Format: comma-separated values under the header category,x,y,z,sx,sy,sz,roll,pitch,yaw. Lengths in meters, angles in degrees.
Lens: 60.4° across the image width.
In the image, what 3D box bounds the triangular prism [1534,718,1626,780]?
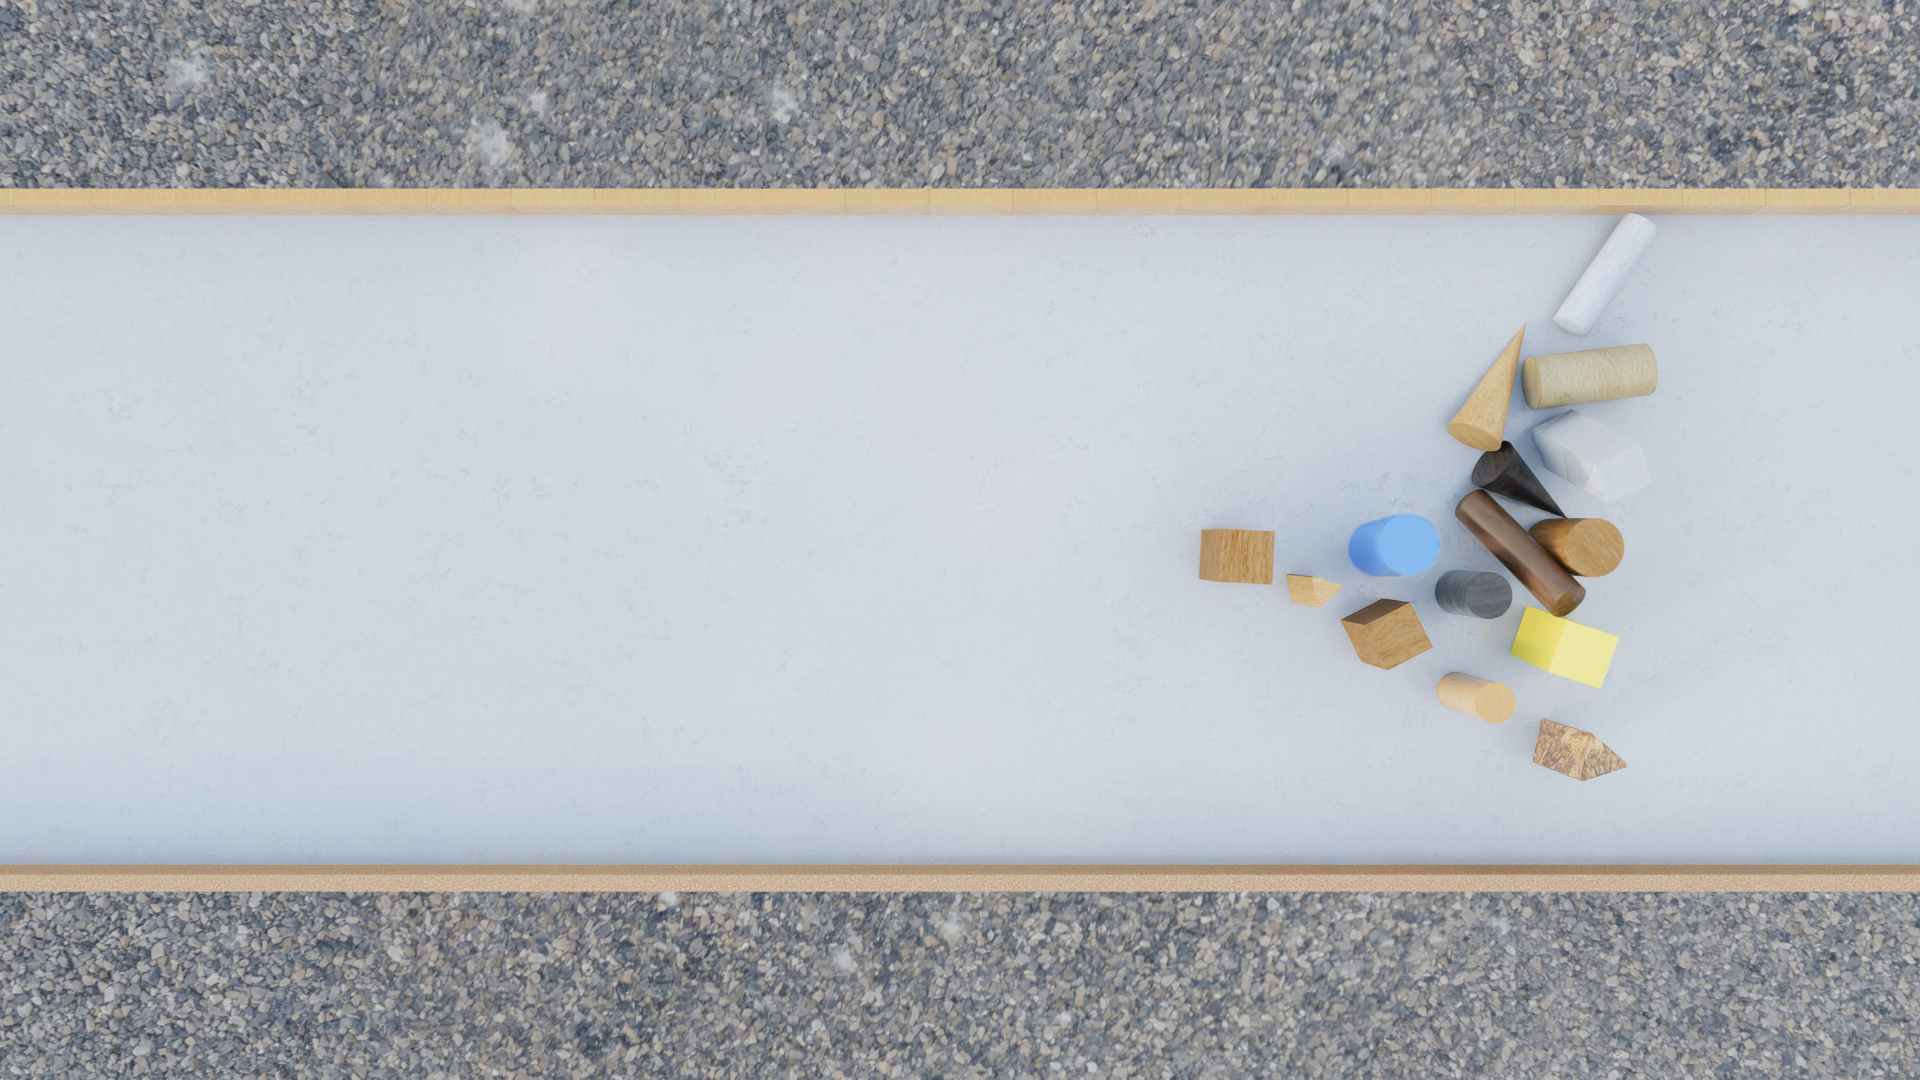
category,x,y,z,sx,sy,sz,roll,pitch,yaw
triangular prism,1.812,0.606,4.881,0.139,0.390,0.120,-18,90,0

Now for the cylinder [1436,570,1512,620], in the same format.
category,x,y,z,sx,sy,sz,roll,pitch,yaw
cylinder,1.530,0.161,4.924,0.137,0.306,0.137,0,90,0

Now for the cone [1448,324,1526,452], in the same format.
category,x,y,z,sx,sy,sz,roll,pitch,yaw
cone,1.650,-0.493,5.036,0.167,0.167,0.417,27,79,0

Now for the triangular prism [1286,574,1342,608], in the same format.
category,x,y,z,sx,sy,sz,roll,pitch,yaw
triangular prism,1.032,0.134,4.890,0.091,0.373,0.079,-42,90,0

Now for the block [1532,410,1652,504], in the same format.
category,x,y,z,sx,sy,sz,roll,pitch,yaw
block,1.863,-0.250,4.877,0.139,0.374,0.139,-27,112,0

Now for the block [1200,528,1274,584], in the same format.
category,x,y,z,sx,sy,sz,roll,pitch,yaw
block,0.816,0.047,4.883,0.153,0.387,0.153,3,90,0

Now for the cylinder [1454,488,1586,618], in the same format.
category,x,y,z,sx,sy,sz,roll,pitch,yaw
cylinder,1.654,0.035,4.885,0.117,0.117,0.454,-34,50,0

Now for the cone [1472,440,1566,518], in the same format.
category,x,y,z,sx,sy,sz,roll,pitch,yaw
cone,1.741,-0.148,5.036,0.321,0.165,0.165,33,90,-15

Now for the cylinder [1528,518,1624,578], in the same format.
category,x,y,z,sx,sy,sz,roll,pitch,yaw
cylinder,1.820,0.020,4.903,0.171,0.347,0.171,0,90,0

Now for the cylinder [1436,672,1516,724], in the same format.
category,x,y,z,sx,sy,sz,roll,pitch,yaw
cylinder,1.526,0.465,4.888,0.118,0.376,0.118,0,90,0

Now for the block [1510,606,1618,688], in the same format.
category,x,y,z,sx,sy,sz,roll,pitch,yaw
block,1.787,0.313,4.892,0.156,0.357,0.156,18,95,0

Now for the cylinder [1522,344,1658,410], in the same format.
category,x,y,z,sx,sy,sz,roll,pitch,yaw
cylinder,1.904,-0.495,4.996,0.353,0.161,0.161,-7,90,0

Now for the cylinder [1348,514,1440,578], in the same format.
category,x,y,z,sx,sy,sz,roll,pitch,yaw
cylinder,1.276,0.021,4.868,0.172,0.409,0.172,0,88,2

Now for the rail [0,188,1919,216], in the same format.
category,x,y,z,sx,sy,sz,roll,pitch,yaw
rail,-2.247,-1.025,5.002,12.000,0.150,0.050,0,90,0

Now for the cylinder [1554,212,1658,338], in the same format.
category,x,y,z,sx,sy,sz,roll,pitch,yaw
cylinder,1.966,-0.806,5.020,0.114,0.114,0.380,35,90,0

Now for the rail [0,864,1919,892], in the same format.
category,x,y,z,sx,sy,sz,roll,pitch,yaw
rail,-2.247,1.025,5.001,12.000,0.150,0.050,0,90,0

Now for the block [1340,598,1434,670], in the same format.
category,x,y,z,sx,sy,sz,roll,pitch,yaw
block,1.268,0.278,4.920,0.146,0.314,0.146,-27,90,0
